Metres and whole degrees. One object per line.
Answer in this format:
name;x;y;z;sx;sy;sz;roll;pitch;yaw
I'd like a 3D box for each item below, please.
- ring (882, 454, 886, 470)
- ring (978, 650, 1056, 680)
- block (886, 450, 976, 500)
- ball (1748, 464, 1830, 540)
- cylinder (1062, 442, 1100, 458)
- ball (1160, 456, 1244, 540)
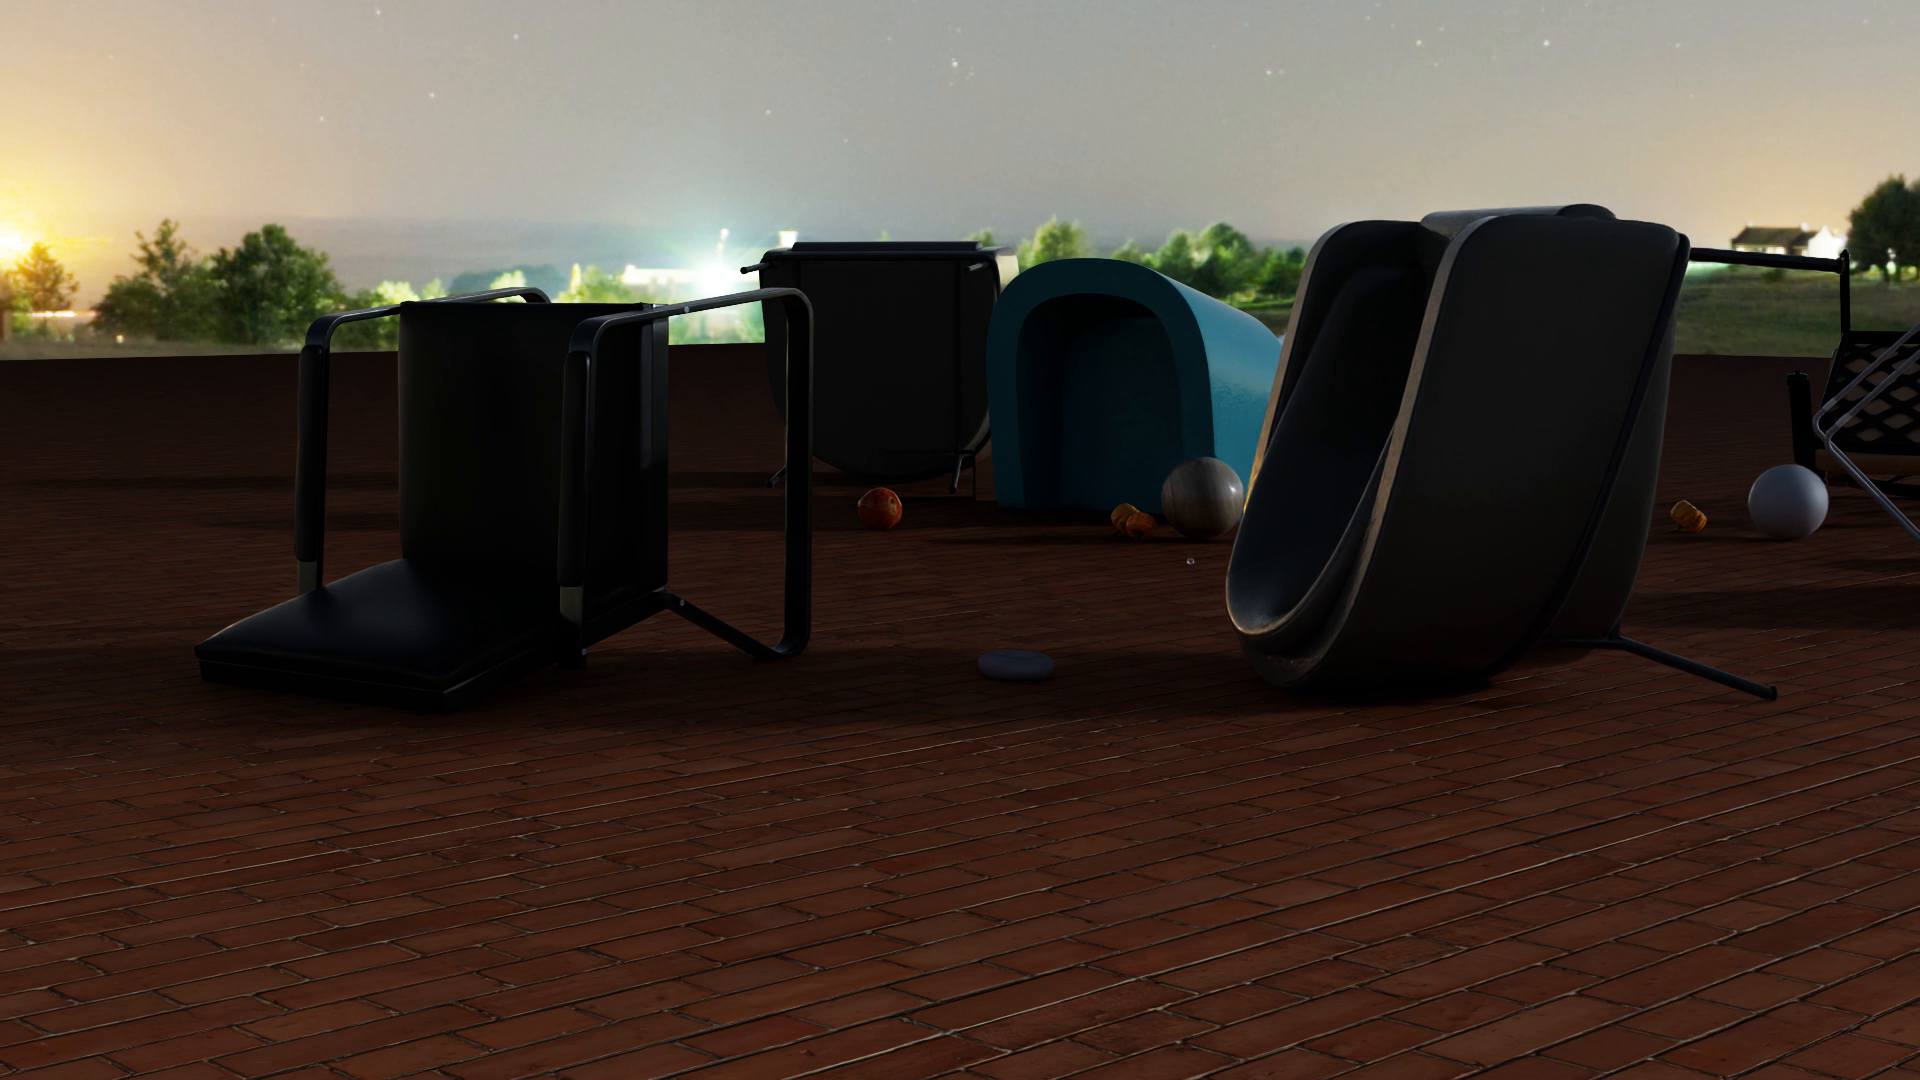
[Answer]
ring;-0.231;-0.264;8.739;0.069;0.050;0.088;-3;7;-43
ring;0.093;0.207;4.231;0.116;0.036;0.150;-5;8;-33
block;-0.090;-0.193;7.626;0.262;0.136;0.174;0;6;-3
ball;2.067;-0.095;6.400;0.191;0.191;0.191;0;6;0
cylinder;0.442;-0.327;9.357;0.121;0.046;0.118;1;6;10
ball;0.607;-0.105;6.412;0.209;0.209;0.209;0;6;0
